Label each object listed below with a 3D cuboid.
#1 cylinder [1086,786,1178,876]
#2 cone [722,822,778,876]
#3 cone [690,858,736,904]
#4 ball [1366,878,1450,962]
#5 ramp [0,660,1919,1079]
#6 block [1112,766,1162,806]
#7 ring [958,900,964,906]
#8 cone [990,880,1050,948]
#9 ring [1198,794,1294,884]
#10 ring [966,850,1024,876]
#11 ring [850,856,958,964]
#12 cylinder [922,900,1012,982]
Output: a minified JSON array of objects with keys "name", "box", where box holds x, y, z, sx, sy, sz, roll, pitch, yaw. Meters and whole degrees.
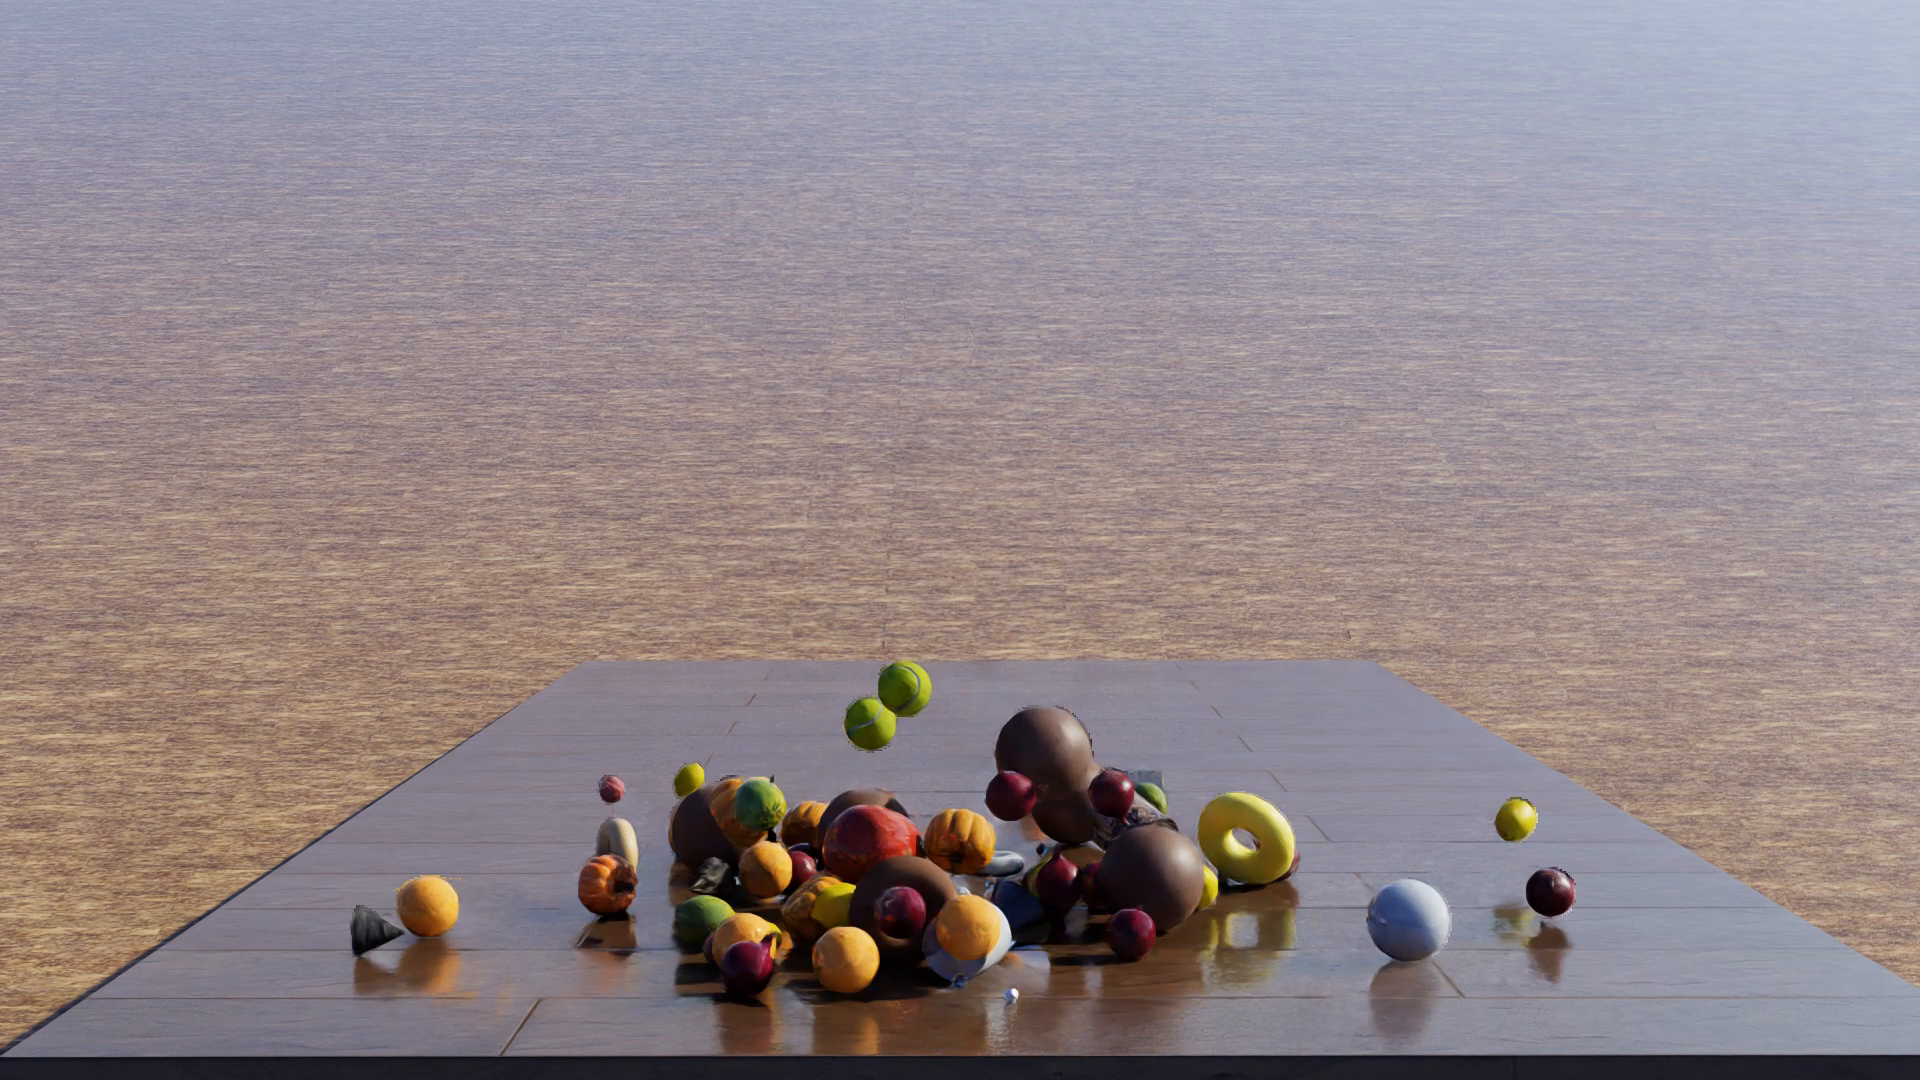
[{"name":"cylinder","box":[0.235,0.398,3.511,0.090,0.090,0.090,-14,31,-31]},{"name":"cone","box":[-0.287,0.440,3.536,0.077,0.077,0.077,-2,30,-5]},{"name":"cone","box":[-0.328,0.440,3.275,0.061,0.061,0.061,11,8,26]},{"name":"ball","box":[0.517,0.439,2.968,0.094,0.094,0.094,0,22,0]},{"name":"ramp","box":[0.051,0.457,4.533,2.000,0.100,4.000,0,3,0]},{"name":"block","box":[0.284,0.398,4.140,0.059,0.059,0.059,-1,3,-23]},{"name":"ring","box":[-0.056,0.456,3.097,0.144,0.048,0.144,1,2,0]},{"name":"cone","box":[0.044,0.463,3.027,0.090,0.090,0.090,19,42,39]},{"name":"ring","box":[0.381,0.399,3.429,0.137,0.137,0.046,11,33,26]},{"name":"ring","box":[0.047,0.444,3.531,0.081,0.027,0.081,-1,2,0]},{"name":"ring","box":[-0.064,0.425,2.948,0.128,0.128,0.043,-6,8,-15]},{"name":"cylinder","box":[0.008,0.450,2.895,0.078,0.078,0.078,8,5,20]}]
